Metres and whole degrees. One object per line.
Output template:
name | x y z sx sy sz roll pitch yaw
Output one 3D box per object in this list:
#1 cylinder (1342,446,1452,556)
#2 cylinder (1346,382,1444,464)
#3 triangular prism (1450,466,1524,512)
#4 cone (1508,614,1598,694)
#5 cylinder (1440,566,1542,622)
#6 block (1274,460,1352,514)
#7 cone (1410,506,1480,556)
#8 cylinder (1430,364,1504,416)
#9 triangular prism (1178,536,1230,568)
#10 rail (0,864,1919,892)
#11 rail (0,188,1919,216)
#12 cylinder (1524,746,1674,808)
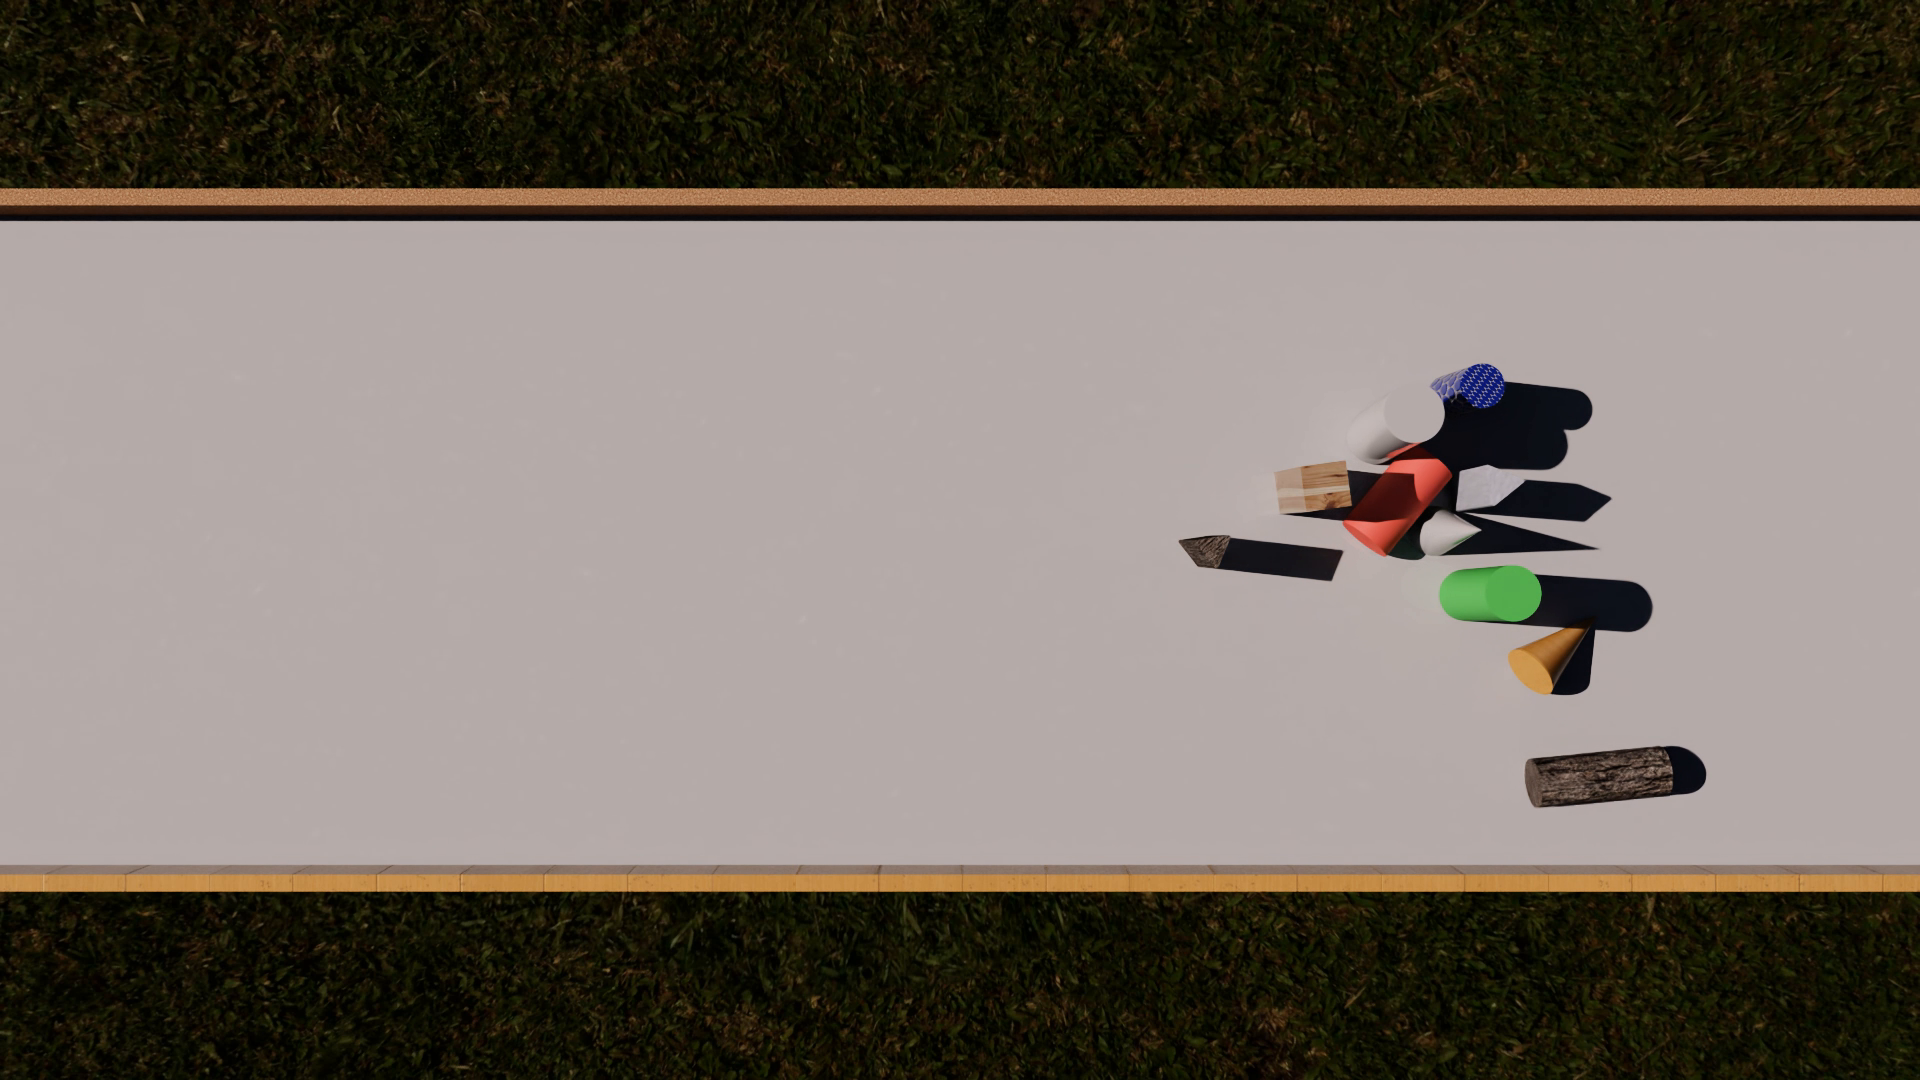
cylinder | 1.324 -0.121 4.994 0.165 0.165 0.312 40 90 0
cylinder | 1.274 -0.338 4.847 0.172 0.446 0.172 0 85 0
triangular prism | 1.540 -0.169 4.905 0.117 0.339 0.102 -38 89 -2
cone | 1.845 0.315 5.036 0.302 0.168 0.168 -36 90 -16
cylinder | 1.554 0.160 4.855 0.159 0.436 0.159 0 87 0
block | 1.041 -0.153 4.882 0.130 0.389 0.130 -8 90 0
cone | 1.461 -0.028 4.848 0.155 0.456 0.155 0 90 0
cylinder | 1.502 -0.443 4.908 0.129 0.336 0.129 0 90 0
triangular prism | 0.738 0.015 4.897 0.088 0.359 0.102 -38 90 0
rail | -2.247 1.025 5.001 12.000 0.150 0.050 0 90 0
rail | -2.247 -1.025 5.002 12.000 0.150 0.050 0 90 0
cylinder | 1.935 0.718 5.002 0.394 0.148 0.148 -6 90 0
